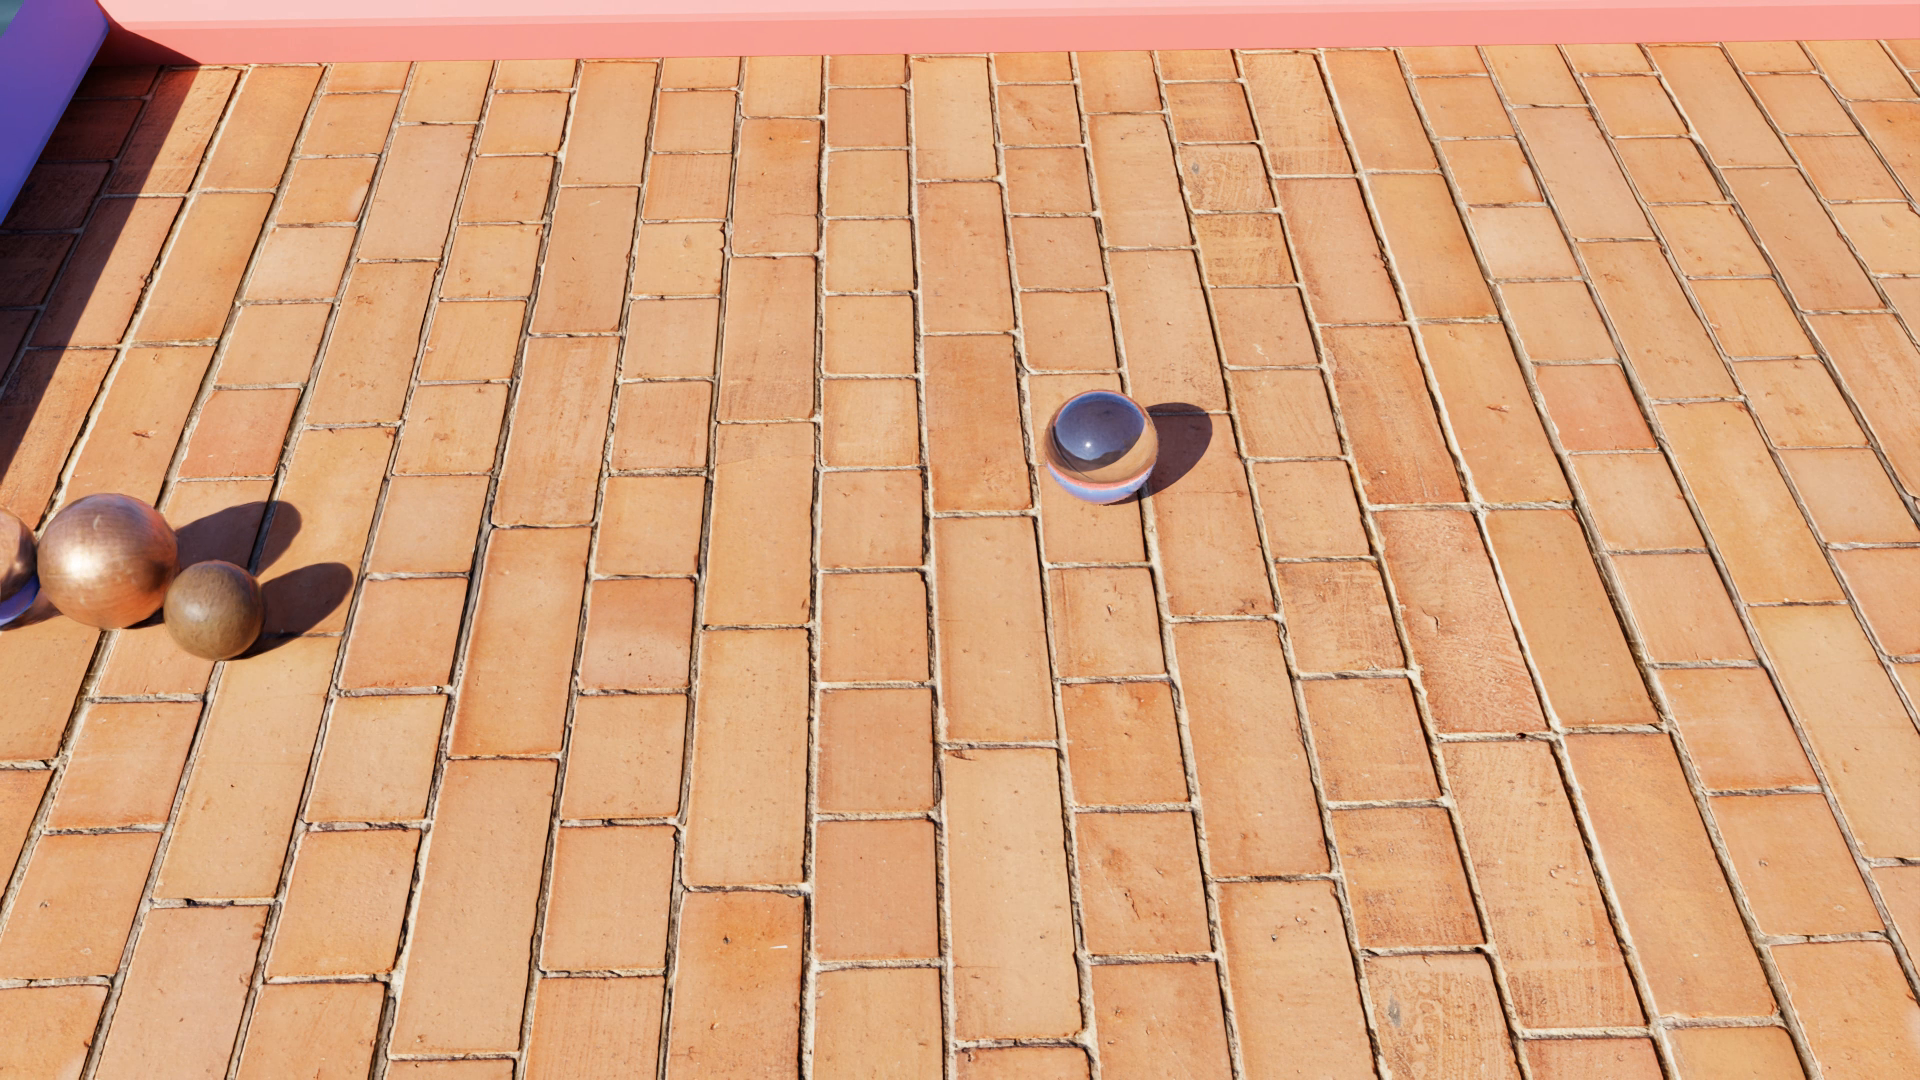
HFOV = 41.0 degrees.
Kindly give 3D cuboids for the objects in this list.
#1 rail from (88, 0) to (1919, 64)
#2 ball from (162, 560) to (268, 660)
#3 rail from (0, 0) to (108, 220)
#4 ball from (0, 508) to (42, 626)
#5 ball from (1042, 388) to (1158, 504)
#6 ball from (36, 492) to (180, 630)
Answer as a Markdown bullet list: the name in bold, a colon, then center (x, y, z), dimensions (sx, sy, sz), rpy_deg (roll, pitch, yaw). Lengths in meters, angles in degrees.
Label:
- **rail**: center (0.759, -0.509, 2.382), dimensions (3.154, 0.116, 0.045), rpy_deg (-1, 36, -2)
- **ball**: center (-0.480, 0.045, 1.654), dimensions (0.065, 0.065, 0.065), rpy_deg (0, 36, 0)
- **rail**: center (-0.764, 0.002, 1.669), dimensions (0.045, 0.116, 1.696), rpy_deg (-1, 36, -2)
- **ball**: center (-0.643, 0.018, 1.676), dimensions (0.084, 0.084, 0.084), rpy_deg (0, 36, 0)
- **ball**: center (0.098, -0.065, 1.795), dimensions (0.081, 0.081, 0.081), rpy_deg (0, 36, 0)
- **ball**: center (-0.556, 0.014, 1.677), dimensions (0.089, 0.089, 0.089), rpy_deg (0, 36, 0)
